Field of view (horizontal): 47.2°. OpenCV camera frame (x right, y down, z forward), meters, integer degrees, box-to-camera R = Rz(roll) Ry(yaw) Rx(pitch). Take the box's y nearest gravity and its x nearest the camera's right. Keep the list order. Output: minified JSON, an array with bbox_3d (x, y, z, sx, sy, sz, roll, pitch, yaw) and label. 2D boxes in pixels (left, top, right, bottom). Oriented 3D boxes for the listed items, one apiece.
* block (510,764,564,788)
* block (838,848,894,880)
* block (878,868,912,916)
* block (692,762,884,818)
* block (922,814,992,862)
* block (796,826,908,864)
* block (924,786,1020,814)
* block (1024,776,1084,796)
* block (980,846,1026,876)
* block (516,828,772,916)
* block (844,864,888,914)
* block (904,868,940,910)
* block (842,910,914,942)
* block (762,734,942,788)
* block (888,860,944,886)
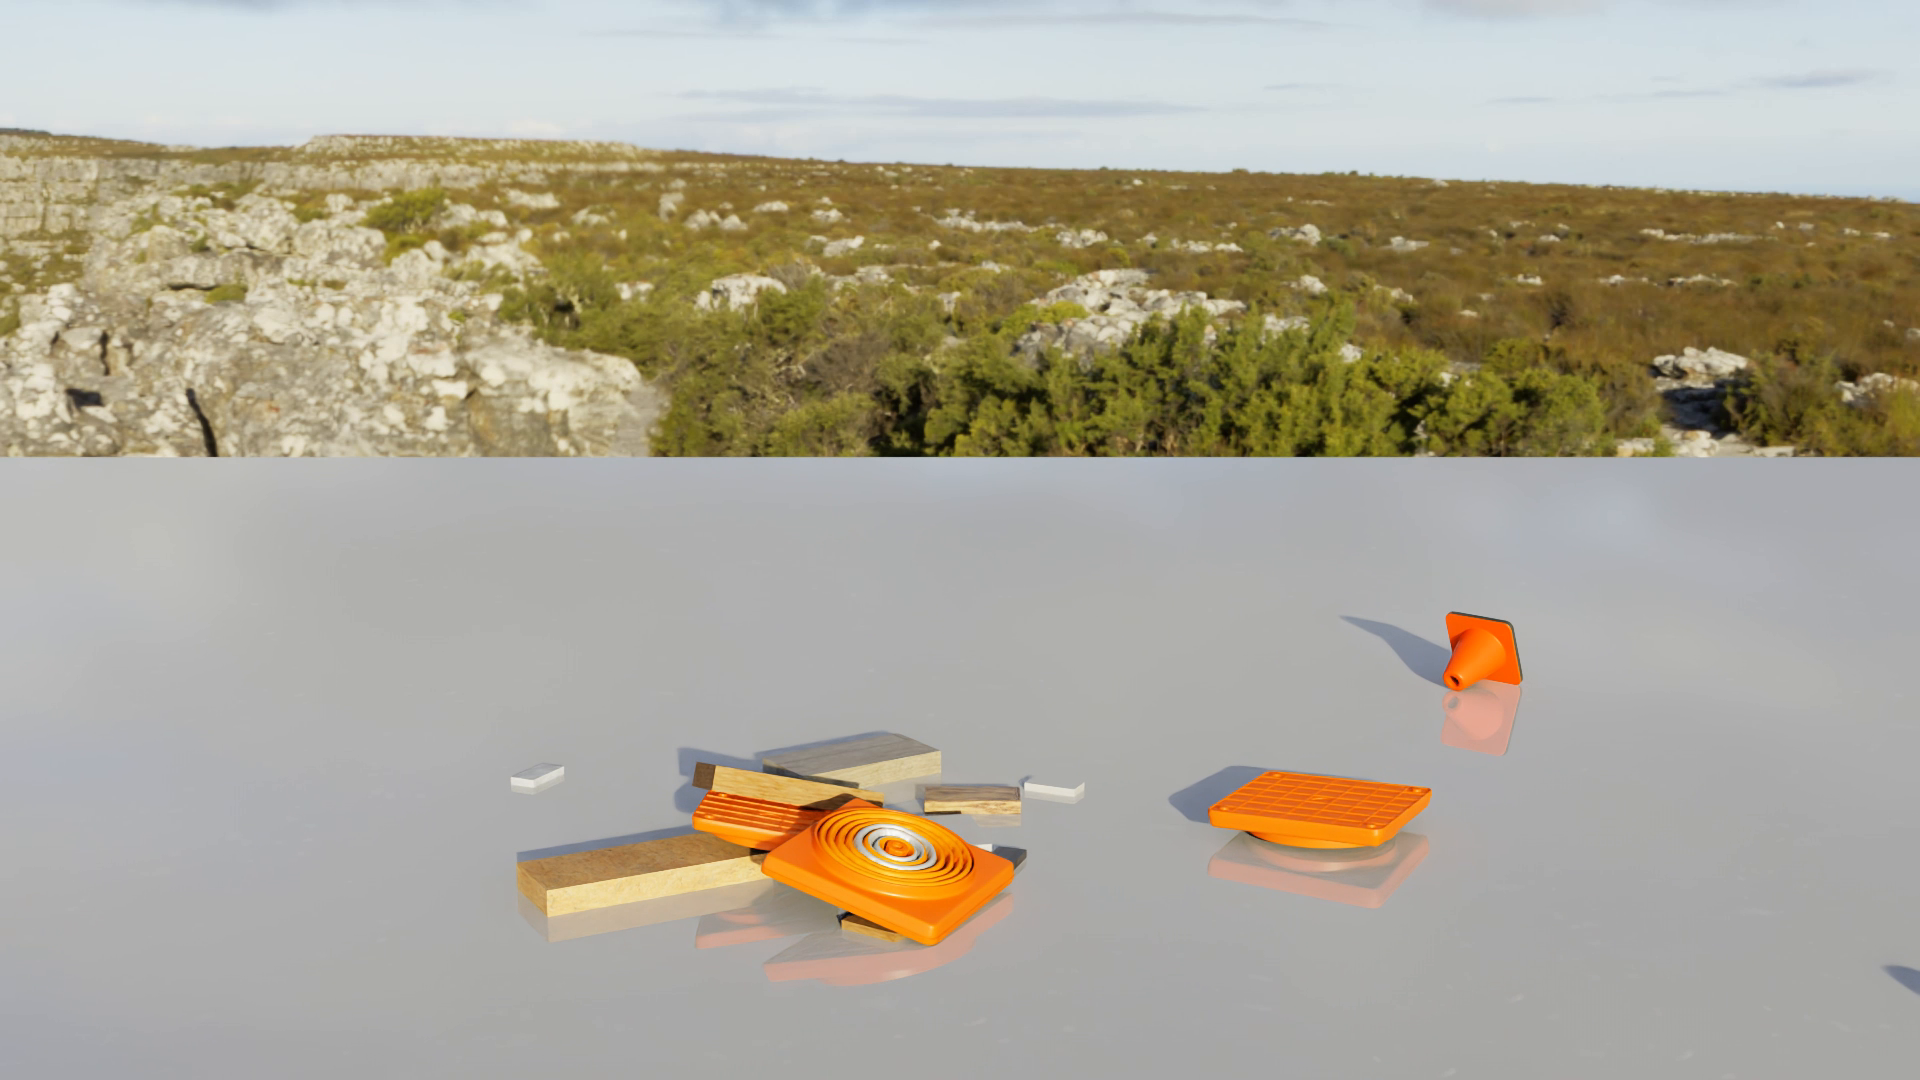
[{"bbox_3d":[-0.829,0.462,4.317,0.052,0.015,0.104,5,12,24],"label":"block"},{"bbox_3d":[-0.160,0.558,3.724,0.054,0.015,0.109,-39,26,-18],"label":"block"},{"bbox_3d":[-0.111,0.578,3.610,0.053,0.015,0.106,-16,20,-2],"label":"block"},{"bbox_3d":[-0.312,0.452,3.983,0.315,0.045,0.157,12,-7,-18],"label":"block"},{"bbox_3d":[-0.007,0.530,3.924,0.090,0.025,0.179,-2,11,-12],"label":"block"},{"bbox_3d":[-0.190,0.543,3.853,0.179,0.025,0.090,8,13,36],"label":"block"},{"bbox_3d":[0.024,0.490,4.139,0.179,0.025,0.090,0,11,0],"label":"block"},{"bbox_3d":[0.182,0.475,4.245,0.103,0.015,0.052,5,12,25],"label":"block"},{"bbox_3d":[0.075,0.556,3.811,0.052,0.015,0.103,4,11,19],"label":"block"},{"bbox_3d":[-0.531,0.558,3.718,0.398,0.045,0.157,-6,12,-28],"label":"block"},{"bbox_3d":[-0.154,0.569,3.588,0.053,0.015,0.106,13,23,2],"label":"block"},{"bbox_3d":[-0.081,0.578,3.642,0.054,0.015,0.109,-14,19,-19],"label":"block"},{"bbox_3d":[-0.130,0.614,3.497,0.106,0.015,0.053,7,13,34],"label":"block"},{"bbox_3d":[-0.212,0.443,4.336,0.315,0.045,0.157,-7,13,-34],"label":"block"},{"bbox_3d":[-0.086,0.570,3.737,0.109,0.015,0.054,10,14,43],"label":"block"}]
